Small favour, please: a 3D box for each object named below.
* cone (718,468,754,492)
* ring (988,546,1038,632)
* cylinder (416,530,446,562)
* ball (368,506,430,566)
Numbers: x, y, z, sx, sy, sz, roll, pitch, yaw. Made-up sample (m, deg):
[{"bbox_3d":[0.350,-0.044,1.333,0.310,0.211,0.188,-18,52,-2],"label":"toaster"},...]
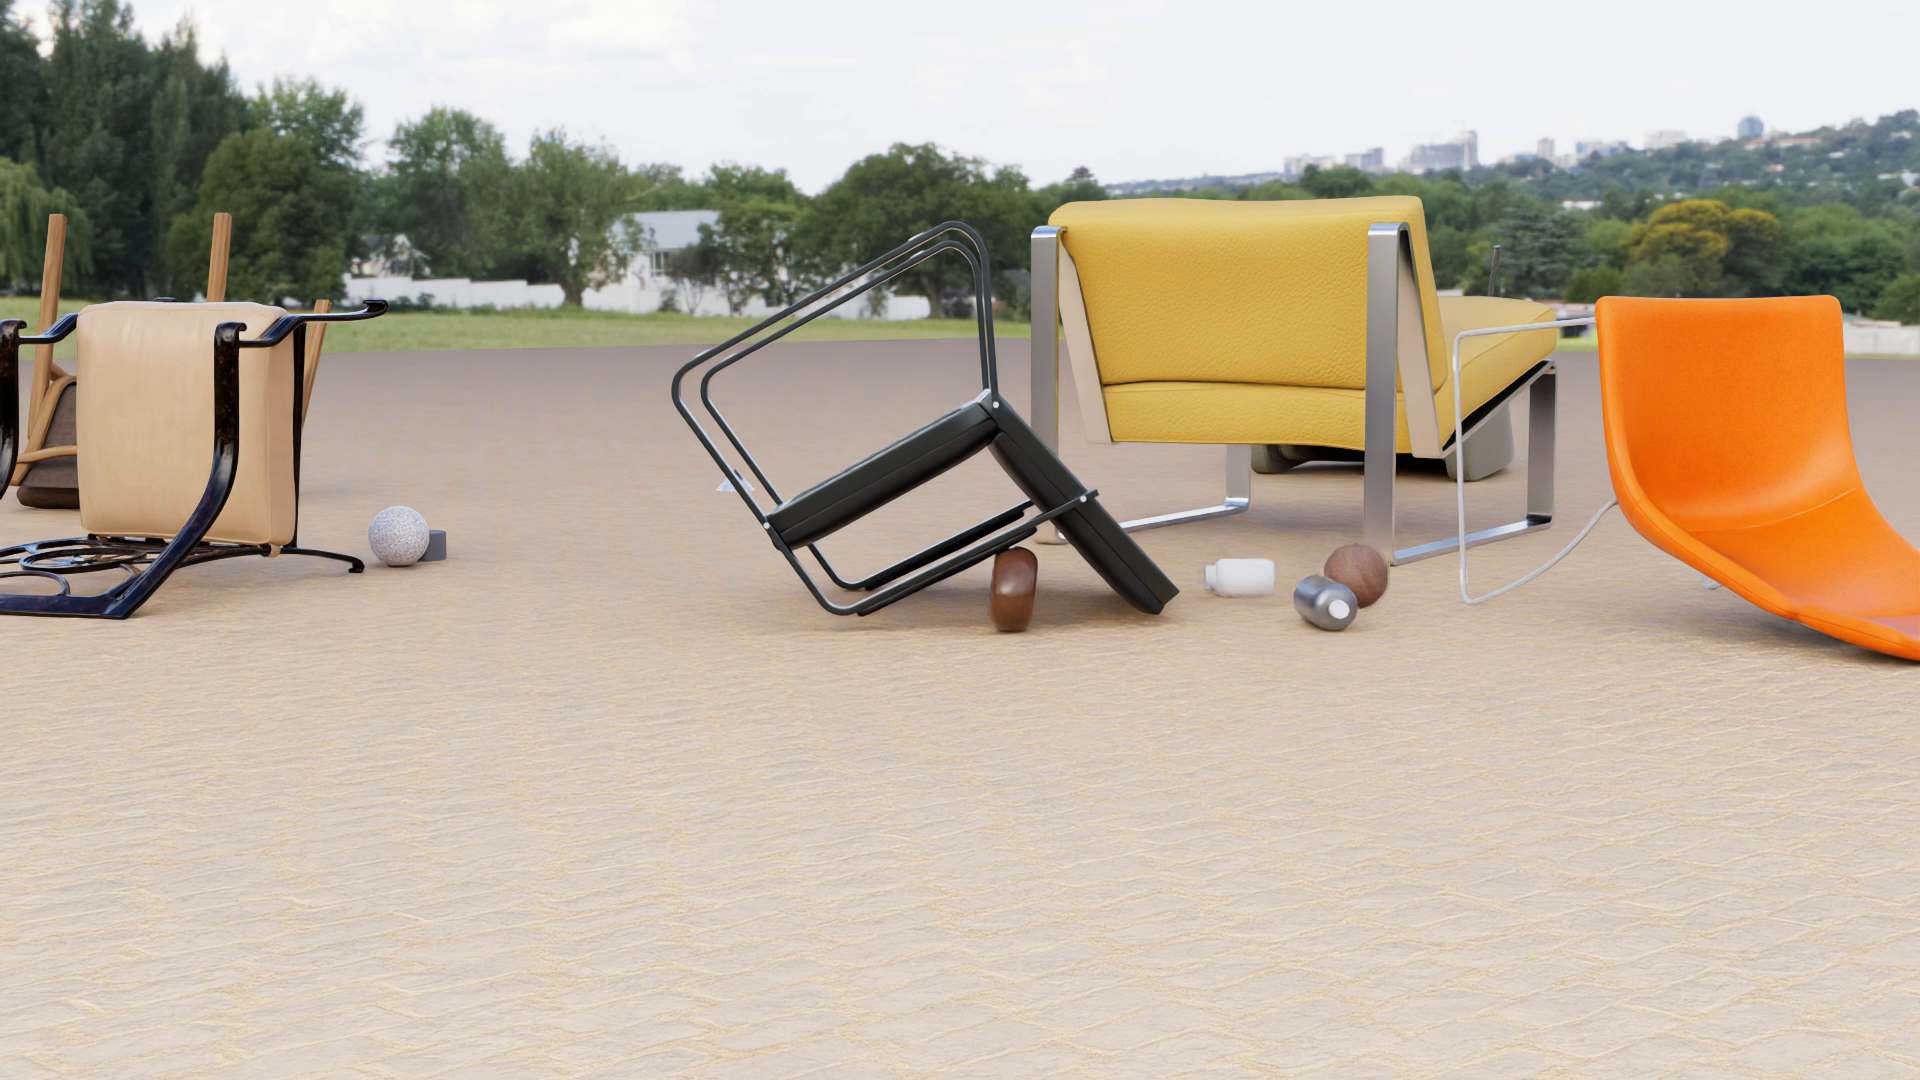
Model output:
[{"bbox_3d":[-0.692,-0.187,7.906,0.120,0.066,0.116,1,6,11],"label":"cone"},{"bbox_3d":[0.098,0.090,4.780,0.082,0.157,0.213,7,13,0],"label":"ring"},{"bbox_3d":[-1.238,0.013,5.974,0.080,0.063,0.103,0,6,5],"label":"cylinder"},{"bbox_3d":[-1.274,-0.008,5.825,0.137,0.137,0.137,0,6,0],"label":"ball"}]
